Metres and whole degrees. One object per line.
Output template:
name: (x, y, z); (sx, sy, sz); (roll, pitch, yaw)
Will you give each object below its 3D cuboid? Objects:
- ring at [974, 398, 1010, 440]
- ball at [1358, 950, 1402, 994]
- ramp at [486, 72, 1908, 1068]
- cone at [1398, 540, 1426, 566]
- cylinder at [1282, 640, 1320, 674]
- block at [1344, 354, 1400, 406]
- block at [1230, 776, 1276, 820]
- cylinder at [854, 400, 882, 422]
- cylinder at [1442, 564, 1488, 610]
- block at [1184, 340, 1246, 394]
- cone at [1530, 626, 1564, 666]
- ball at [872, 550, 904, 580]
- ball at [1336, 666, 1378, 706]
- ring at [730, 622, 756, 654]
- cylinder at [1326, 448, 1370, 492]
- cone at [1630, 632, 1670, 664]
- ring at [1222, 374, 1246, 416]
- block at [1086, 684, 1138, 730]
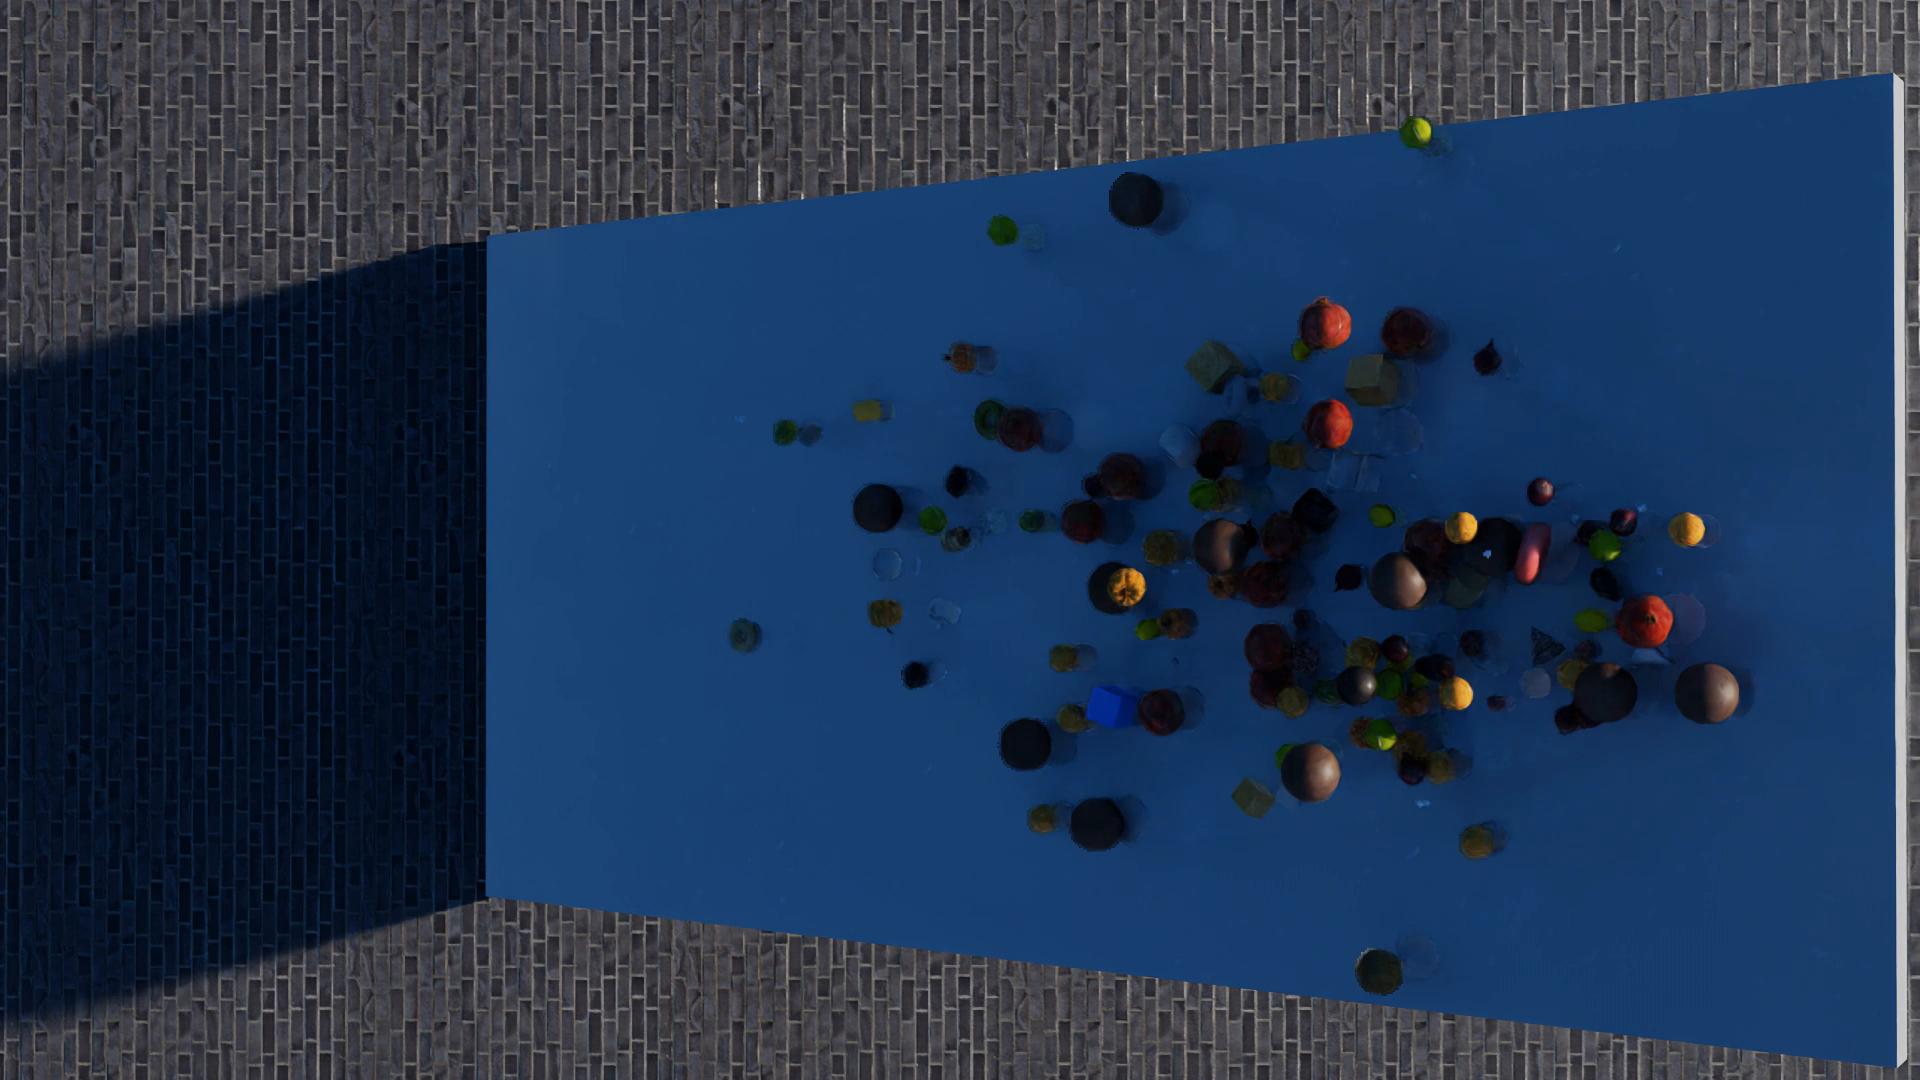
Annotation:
ring: (0.080, -0.308, 5.616); (0.106, 0.035, 0.106); (3, 95, 35)
ball: (0.939, 0.965, 4.918); (0.098, 0.098, 0.098); (0, 90, 0)
ramp: (0.250, 0.069, 5.580); (4.000, 0.100, 2.000); (0, 89, 34)
cone: (1.028, 0.041, 4.948); (0.060, 0.060, 0.060); (-46, 54, 0)
cylinder: (0.791, 0.270, 5.097); (0.066, 0.066, 0.066); (-4, 104, -17)
block: (0.935, -0.362, 4.987); (0.085, 0.085, 0.085); (-2, 63, 39)
block: (0.681, 0.599, 5.102); (0.062, 0.062, 0.062); (25, 107, -35)
cylinder: (-0.245, -0.342, 5.818); (0.053, 0.053, 0.053); (-8, 89, 29)
cylinder: (1.117, 0.104, 4.860); (0.074, 0.074, 0.074); (9, 52, -12)
block: (0.607, -0.411, 5.230); (0.087, 0.087, 0.087); (-49, 65, 24)
cone: (1.256, 0.217, 4.768); (0.079, 0.079, 0.079); (-25, 62, 0)
ball: (-0.190, 0.065, 5.768); (0.082, 0.082, 0.082); (0, 90, 0)
ball: (0.857, 0.315, 4.744); (0.087, 0.087, 0.087); (0, 90, 0)
ring: (-0.600, 0.269, 6.075); (0.090, 0.030, 0.090); (-1, 88, 33)
cylinder: (0.890, -0.160, 5.039); (0.083, 0.083, 0.083); (12, 98, 0)
cone: (1.470, 0.247, 4.657); (0.078, 0.078, 0.078); (27, 90, 18)
ring: (0.648, -0.342, 5.194); (0.033, 0.100, 0.100); (6, 90, -15)
block: (0.372, 0.407, 5.385); (0.082, 0.082, 0.082); (21, 101, 32)
